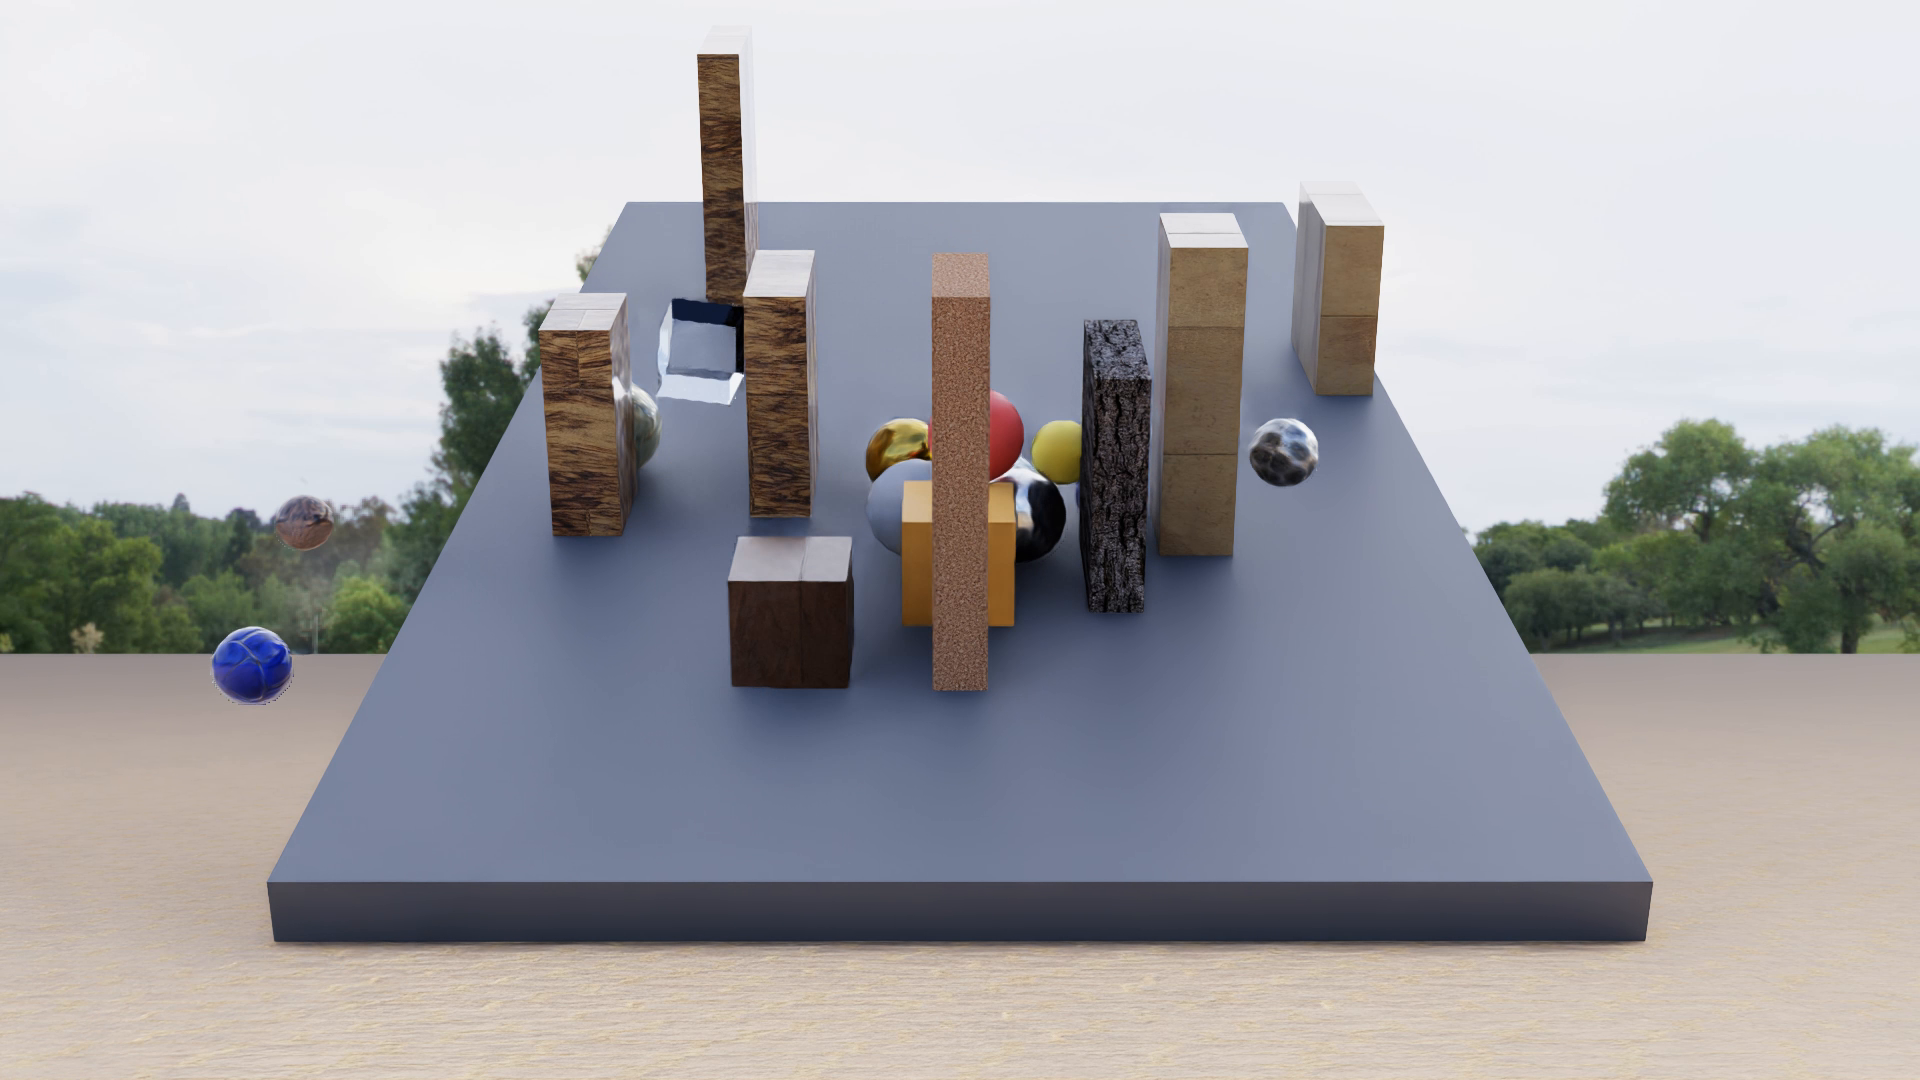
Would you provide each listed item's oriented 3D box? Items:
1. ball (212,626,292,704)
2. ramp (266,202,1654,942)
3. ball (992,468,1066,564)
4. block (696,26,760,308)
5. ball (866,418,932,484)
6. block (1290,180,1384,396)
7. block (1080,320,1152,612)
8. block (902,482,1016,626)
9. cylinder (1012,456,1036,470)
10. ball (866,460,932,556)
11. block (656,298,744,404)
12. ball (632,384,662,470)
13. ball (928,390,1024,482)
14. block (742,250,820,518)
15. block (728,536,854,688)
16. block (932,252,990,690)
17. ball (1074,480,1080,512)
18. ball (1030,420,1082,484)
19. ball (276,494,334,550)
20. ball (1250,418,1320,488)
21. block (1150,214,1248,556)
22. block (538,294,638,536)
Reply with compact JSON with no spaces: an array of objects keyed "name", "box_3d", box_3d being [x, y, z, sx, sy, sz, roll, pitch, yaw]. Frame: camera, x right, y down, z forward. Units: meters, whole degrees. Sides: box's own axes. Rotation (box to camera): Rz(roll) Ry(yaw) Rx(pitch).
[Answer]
[{"name":"ball","box_3d":[-1.302,0.230,4.237,0.141,0.141,0.141,0,-3,0]},{"name":"ramp","box_3d":[-0.007,-0.223,5.188,2.000,0.100,4.000,0,22,0]},{"name":"ball","box_3d":[0.109,-0.047,4.373,0.183,0.183,0.183,0,-3,0]},{"name":"block","box_3d":[-0.593,-0.952,5.938,0.103,0.674,0.403,0,22,0]},{"name":"ball","box_3d":[-0.109,-0.165,4.694,0.169,0.169,0.169,0,-3,0]},{"name":"block","box_3d":[0.889,-0.602,5.454,0.132,0.403,0.423,0,22,0]},{"name":"block","box_3d":[0.285,-0.142,4.275,0.099,0.447,0.355,0,22,0]},{"name":"block","box_3d":[-0.003,0.023,4.195,0.201,0.201,0.201,0,22,0]},{"name":"cylinder","box_3d":[0.115,-0.096,4.601,0.114,0.114,0.114,1,21,-20]},{"name":"ball","box_3d":[-0.084,-0.059,4.373,0.188,0.188,0.188,0,-3,0]},{"name":"block","box_3d":[-0.543,-0.395,4.831,0.154,0.154,0.154,6,-23,-16]},{"name":"ball","box_3d":[-0.725,-0.236,4.818,0.203,0.203,0.203,0,-3,0]},{"name":"ball","box_3d":[0.029,-0.195,4.273,0.179,0.179,0.179,0,-3,0]},{"name":"block","box_3d":[-0.361,-0.323,4.695,0.121,0.459,0.339,0,22,0]},{"name":"block","box_3d":[-0.288,0.122,3.960,0.197,0.197,0.197,0,22,0]},{"name":"block","box_3d":[0.000,-0.114,3.887,0.093,0.690,0.263,0,22,0]},{"name":"ball","box_3d":[0.295,-0.090,4.562,0.134,0.134,0.134,0,-3,0]},{"name":"ball","box_3d":[0.203,-0.172,4.518,0.128,0.128,0.128,0,-3,0]},{"name":"ball","box_3d":[-1.392,-0.038,4.888,0.119,0.119,0.119,0,-3,0]},{"name":"ball","box_3d":[0.645,-0.174,4.582,0.138,0.138,0.138,0,-3,0]},{"name":"block","box_3d":[0.456,-0.301,4.446,0.142,0.611,0.250,0,22,0]},{"name":"block","box_3d":[-0.733,-0.251,4.567,0.135,0.422,0.249,0,22,0]}]
